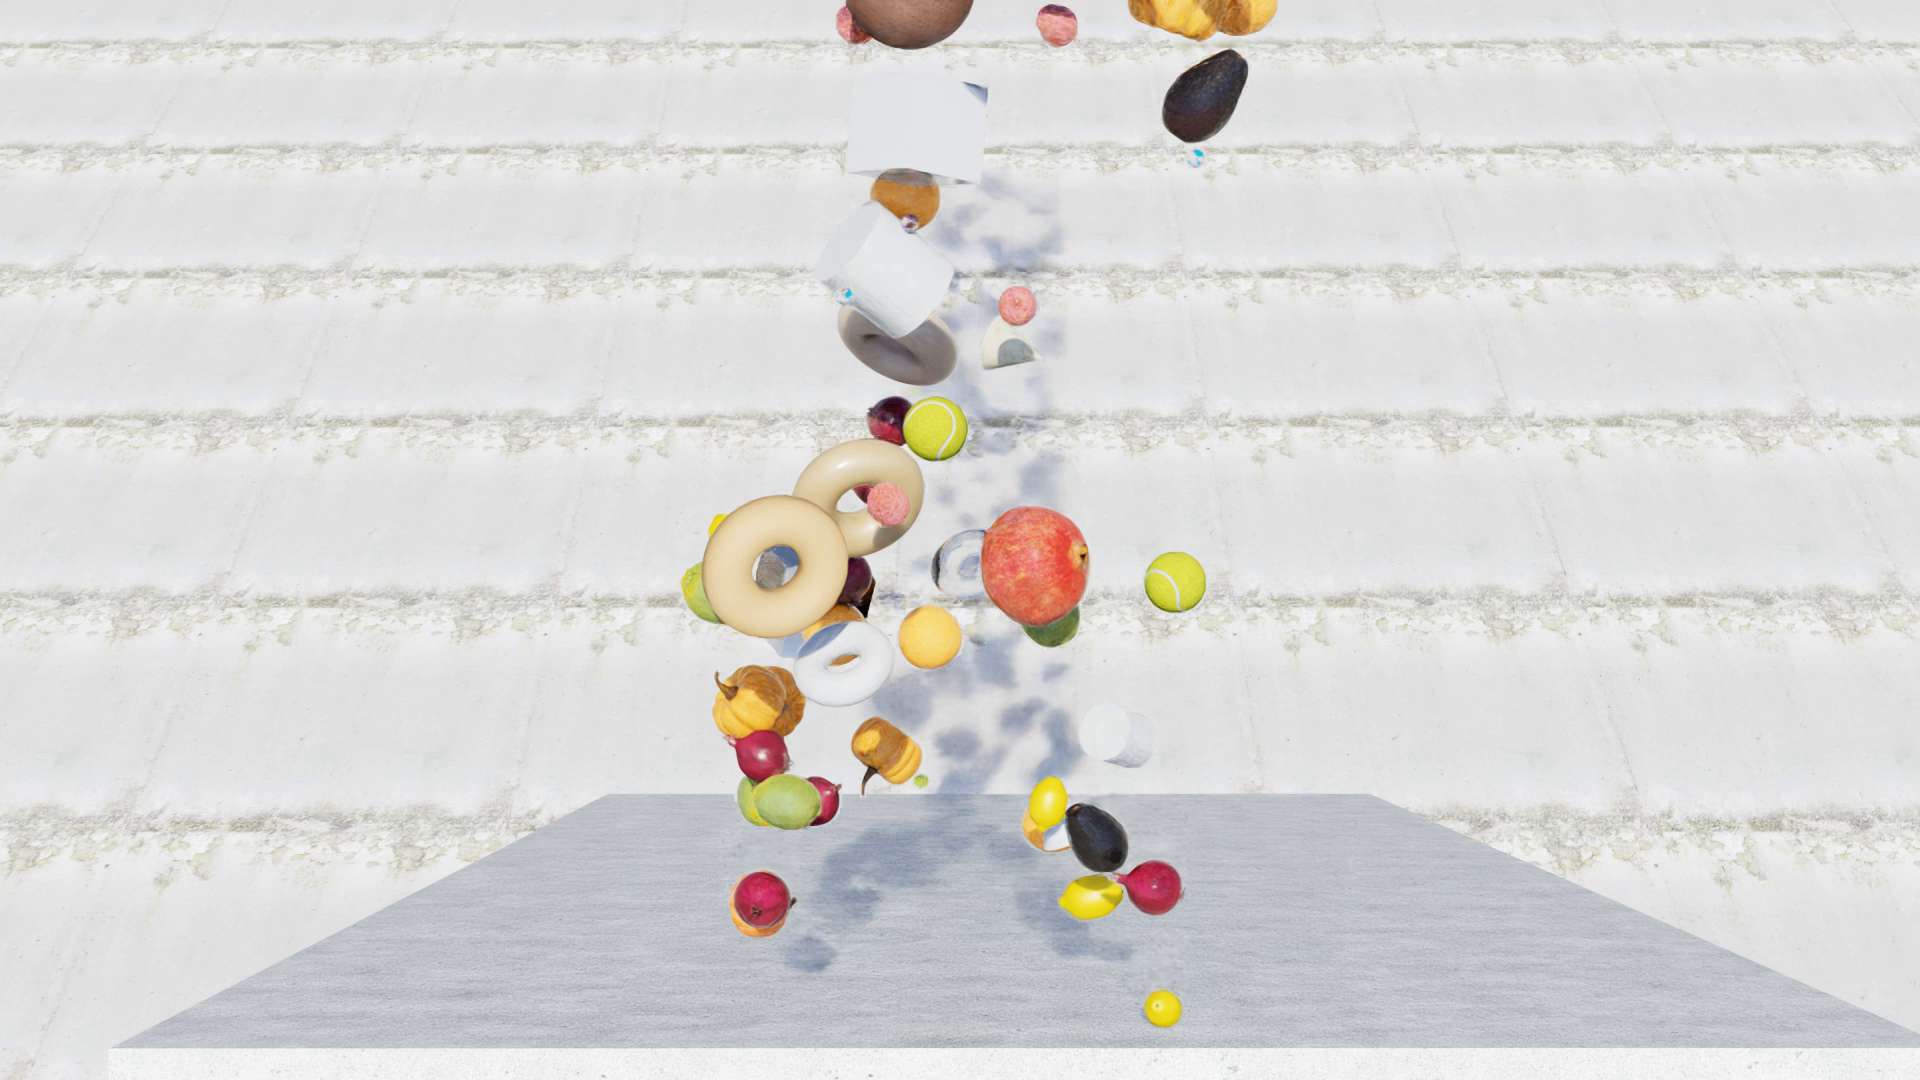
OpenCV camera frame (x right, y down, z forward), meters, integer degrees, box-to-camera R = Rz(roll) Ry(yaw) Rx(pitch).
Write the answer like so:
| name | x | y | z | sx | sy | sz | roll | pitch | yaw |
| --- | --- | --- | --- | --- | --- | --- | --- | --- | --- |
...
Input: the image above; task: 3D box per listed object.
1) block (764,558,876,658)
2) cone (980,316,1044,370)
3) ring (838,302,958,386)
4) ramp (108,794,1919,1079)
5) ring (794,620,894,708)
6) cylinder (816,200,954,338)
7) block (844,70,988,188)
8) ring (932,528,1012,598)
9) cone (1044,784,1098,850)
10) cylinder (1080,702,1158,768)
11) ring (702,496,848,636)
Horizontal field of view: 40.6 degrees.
| name | x | y | z | sx | sy | sz | roll | pitch | yaw |
| --- | --- | --- | --- | --- | --- | --- | --- | --- | --- |
| block | -0.169 | 0.066 | 2.942 | 0.098 | 0.098 | 0.098 | 0 | 27 | -30 |
| cone | 0.064 | -0.203 | 2.787 | 0.061 | 0.061 | 0.061 | 20 | 39 | 23 |
| ring | -0.069 | -0.225 | 2.903 | 0.146 | 0.146 | 0.049 | 16 | 66 | 22 |
| ramp | 0.076 | 0.659 | 4.815 | 2.000 | 0.100 | 4.000 | 0 | -2 | 0 |
| ring | -0.119 | 0.126 | 2.649 | 0.106 | 0.035 | 0.106 | -9 | 44 | 9 |
| cylinder | -0.075 | -0.269 | 2.585 | 0.098 | 0.098 | 0.098 | 37 | 26 | -24 |
| block | -0.042 | -0.395 | 2.502 | 0.092 | 0.092 | 0.092 | 5 | 0 | -40 |
| ring | 0.013 | 0.026 | 2.878 | 0.095 | 0.095 | 0.032 | -11 | 46 | -15 |
| cone | 0.108 | 0.297 | 2.863 | 0.067 | 0.067 | 0.067 | -25 | 10 | 5 |
| cylinder | 0.174 | 0.214 | 2.836 | 0.063 | 0.063 | 0.063 | 29 | 5 | 36 |
| ring | -0.178 | 0.026 | 2.505 | 0.146 | 0.146 | 0.049 | -12 | 25 | -17 |
